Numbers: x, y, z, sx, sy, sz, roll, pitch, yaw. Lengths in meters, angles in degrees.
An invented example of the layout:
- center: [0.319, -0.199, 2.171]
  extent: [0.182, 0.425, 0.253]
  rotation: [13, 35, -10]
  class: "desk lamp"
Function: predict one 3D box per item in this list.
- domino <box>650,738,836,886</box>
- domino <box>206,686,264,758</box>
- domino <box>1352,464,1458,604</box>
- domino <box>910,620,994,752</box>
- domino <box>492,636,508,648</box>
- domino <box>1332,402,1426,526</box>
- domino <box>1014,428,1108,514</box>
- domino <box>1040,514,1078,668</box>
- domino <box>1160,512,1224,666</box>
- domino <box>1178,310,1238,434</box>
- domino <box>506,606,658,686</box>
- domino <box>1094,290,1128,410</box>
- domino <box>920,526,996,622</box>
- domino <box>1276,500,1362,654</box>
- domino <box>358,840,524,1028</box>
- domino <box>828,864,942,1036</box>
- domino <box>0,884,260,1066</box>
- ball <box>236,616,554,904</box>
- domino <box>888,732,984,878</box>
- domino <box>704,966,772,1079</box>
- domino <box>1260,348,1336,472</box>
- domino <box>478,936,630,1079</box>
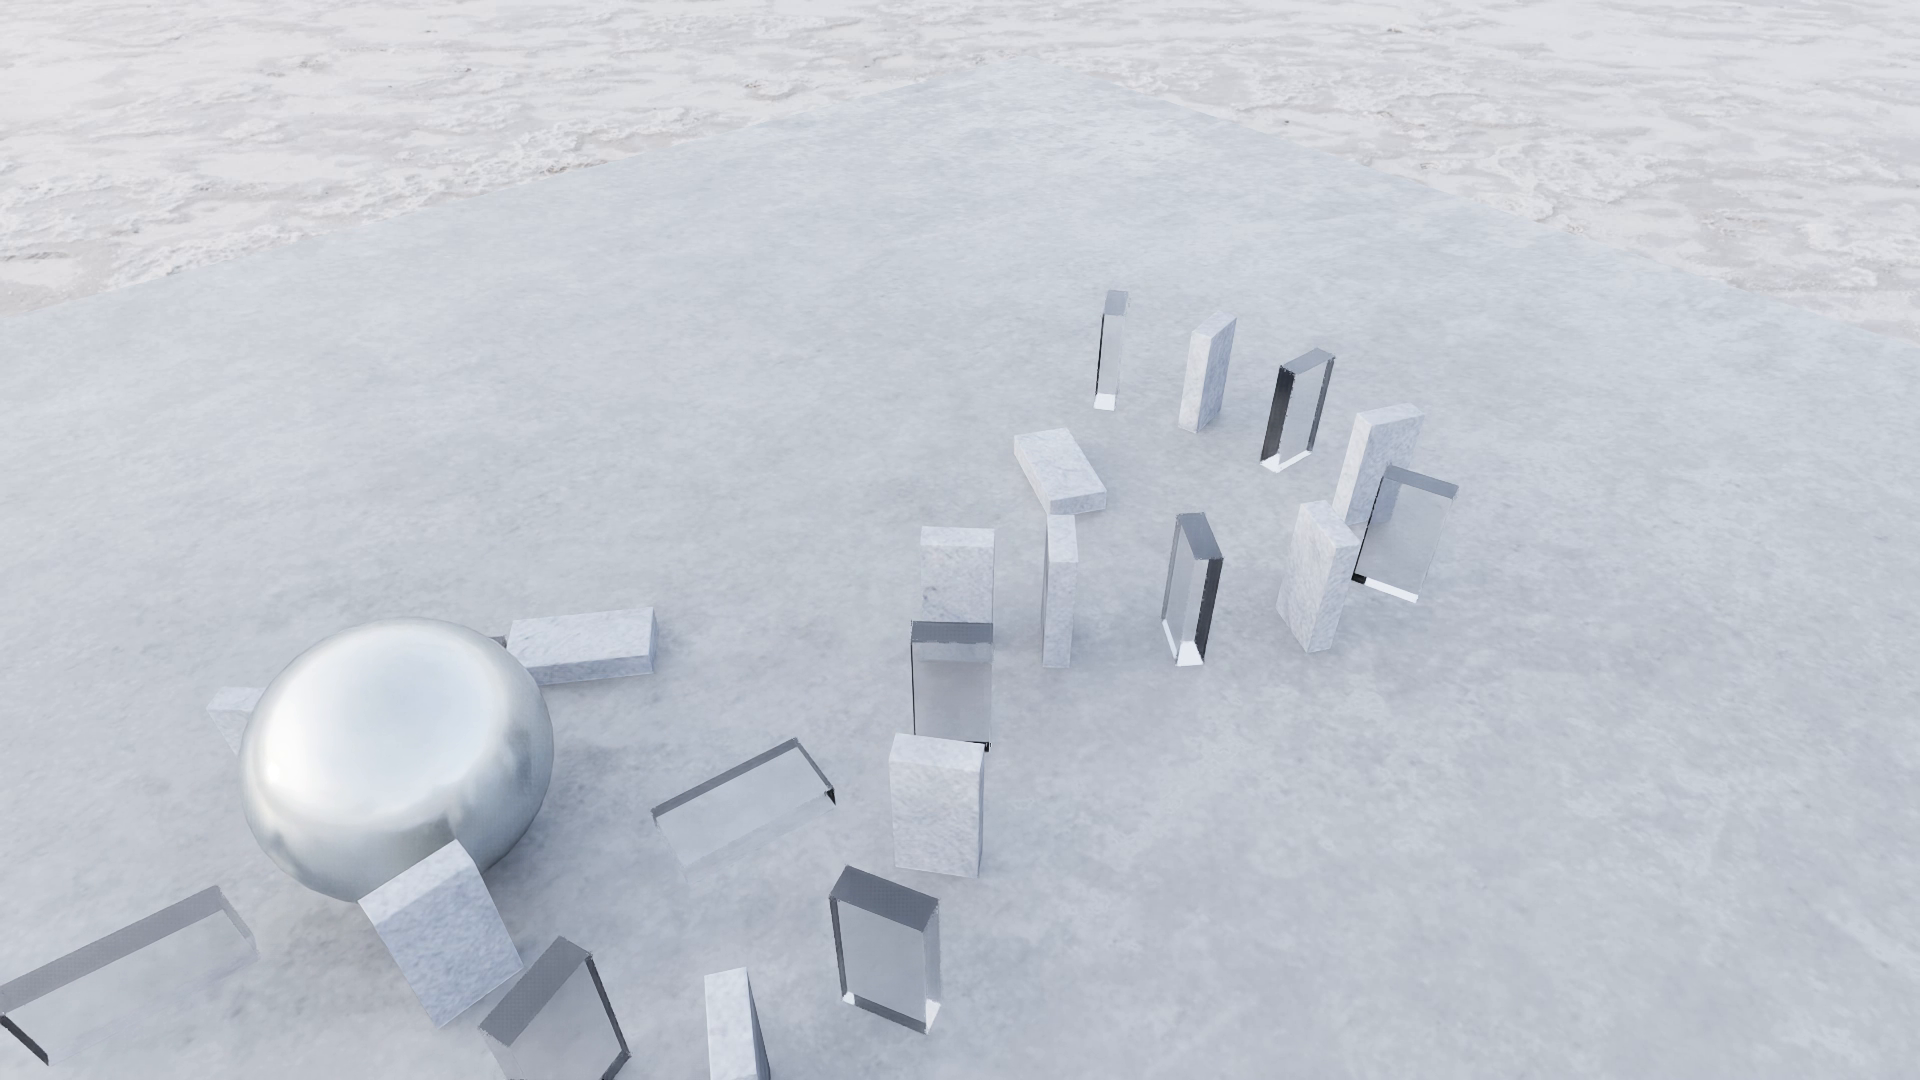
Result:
- center: [-0.067, 0.083, 0.342]
  extent: [0.050, 0.009, 0.025]
  rotation: [-24, 45, -26]
  class: "domino"
- center: [-0.213, 0.060, 0.358]
  extent: [0.050, 0.025, 0.009]
  rotation: [1, 39, 2]
  class: "domino"
- center: [0.167, -0.002, 0.414]
  extent: [0.025, 0.050, 0.009]
  rotation: [22, 44, 25]
  class: "domino"
- center: [-0.002, 0.048, 0.353]
  extent: [0.025, 0.050, 0.009]
  rotation: [2, 39, 2]
  class: "domino"
- center: [-0.186, 0.048, 0.385]
  extent: [0.050, 0.009, 0.025]
  rotation: [-5, 40, -6]
  class: "domino"
- center: [0.170, -0.030, 0.449]
  extent: [0.025, 0.050, 0.009]
  rotation: [-13, 41, -15]
  class: "domino"
- center: [0.043, -0.030, 0.480]
  extent: [0.025, 0.010, 0.050]
  rotation: [-10, 40, -12]
  class: "domino"
- center: [0.035, 0.018, 0.389]
  extent: [0.009, 0.050, 0.025]
  rotation: [1, 39, 1]
  class: "domino"
- center: [0.082, 0.018, 0.390]
  extent: [0.010, 0.050, 0.025]
  rotation: [-3, 39, -4]
  class: "domino"
- center: [0.114, -0.077, 0.505]
  extent: [0.009, 0.050, 0.025]
  rotation: [26, 46, 28]
  class: "domino"
- center: [-0.136, 0.038, 0.397]
  extent: [0.050, 0.009, 0.025]
  rotation: [-5, 40, -7]
  class: "domino"
- center: [0.072, -0.090, 0.521]
  extent: [0.010, 0.050, 0.025]
  rotation: [8, 40, 9]
  class: "domino"
- center: [-0.001, 0.018, 0.389]
  extent: [0.025, 0.050, 0.009]
  rotation: [2, 39, 3]
  class: "domino"
- center: [0.128, 0.013, 0.395]
  extent: [0.009, 0.050, 0.025]
  rotation: [-9, 40, -11]
  class: "domino"
- center: [-0.133, 0.103, 0.286]
  extent: [0.009, 0.050, 0.025]
  rotation: [32, 49, 33]
  class: "domino"
- center: [-0.018, 0.106, 0.282]
  extent: [0.025, 0.050, 0.010]
  rotation: [15, 42, 17]
  class: "domino"
- center: [-0.219, 0.115, 0.291]
  extent: [0.050, 0.025, 0.010]
  rotation: [-25, 46, -28]
  class: "domino"
- center: [-0.158, 0.062, 0.312]
  extent: [0.080, 0.080, 0.080]
  rotation: [0, 39, 0]
  class: "ball"
- center: [-0.006, 0.077, 0.317]
  extent: [0.025, 0.050, 0.009]
  rotation: [6, 40, 7]
  class: "domino"
- center: [-0.051, 0.126, 0.258]
  extent: [0.010, 0.050, 0.025]
  rotation: [-9, 40, -10]
  class: "domino"
- center: [0.147, -0.056, 0.480]
  extent: [0.025, 0.050, 0.010]
  rotation: [-27, 46, -29]
  class: "domino"
- center: [-0.096, 0.121, 0.264]
  extent: [0.009, 0.050, 0.025]
  rotation: [19, 43, 21]
  class: "domino"
